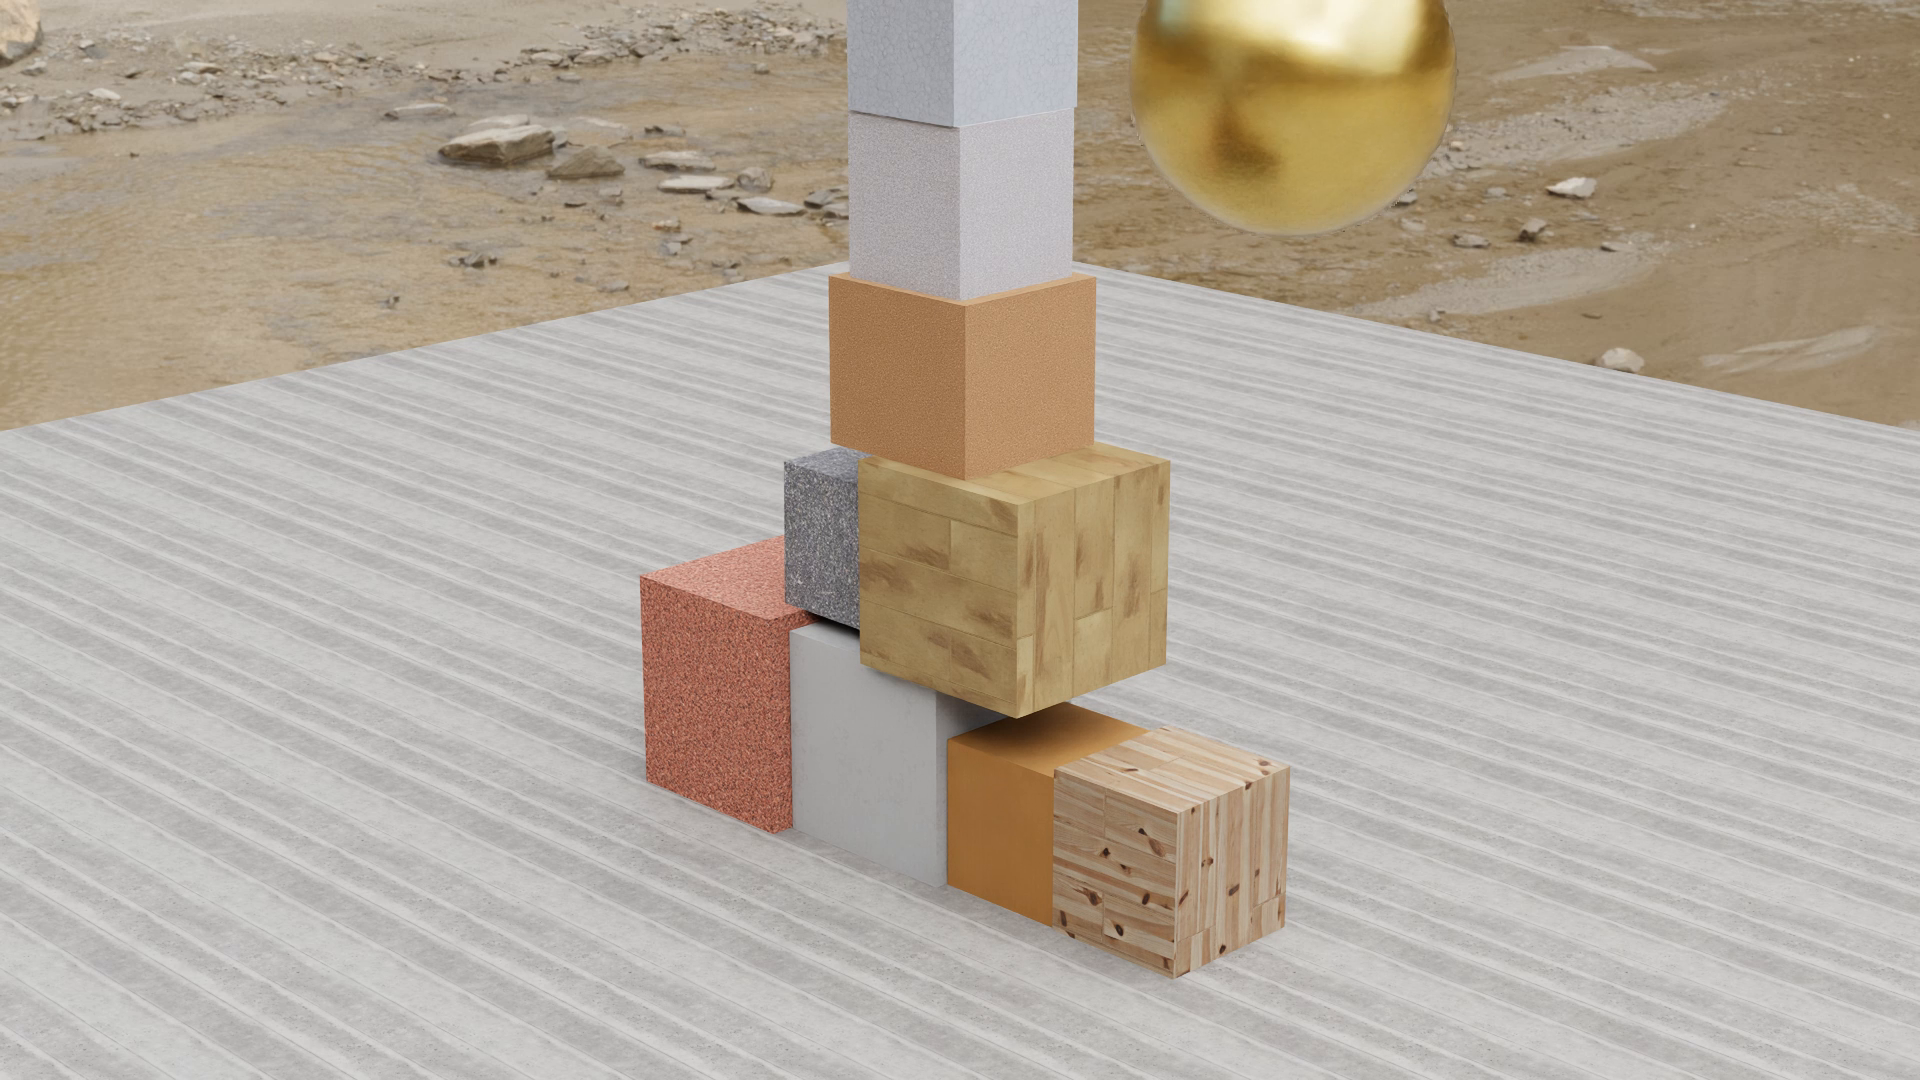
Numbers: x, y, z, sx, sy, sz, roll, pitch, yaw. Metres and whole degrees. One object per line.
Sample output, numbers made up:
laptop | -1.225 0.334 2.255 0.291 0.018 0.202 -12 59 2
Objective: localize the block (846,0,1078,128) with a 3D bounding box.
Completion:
block | 0.012 -2.223 12.656 0.758 0.720 0.652 -17 24 -42

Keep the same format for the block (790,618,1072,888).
block | -0.138 0.908 13.798 0.889 0.995 0.975 -17 24 -42

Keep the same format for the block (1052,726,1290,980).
block | 0.918 1.346 12.793 0.745 0.760 0.704 -17 24 -42

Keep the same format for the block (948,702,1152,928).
block | 0.432 1.224 13.269 0.723 0.709 0.658 -17 24 -42

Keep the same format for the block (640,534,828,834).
block | -0.844 0.670 14.423 1.065 1.073 0.946 -17 24 -42

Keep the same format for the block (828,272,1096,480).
block | 0.010 -0.801 13.101 0.823 0.769 0.856 -17 24 -42

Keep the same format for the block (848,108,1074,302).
block | 0.004 -1.522 12.868 0.701 0.745 0.691 -17 24 -42

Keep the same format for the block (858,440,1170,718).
block | 0.240 0.103 13.103 0.972 0.957 0.981 -17 24 -42

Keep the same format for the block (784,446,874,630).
block | -0.353 -0.023 13.692 0.631 0.694 0.695 -17 25 -42

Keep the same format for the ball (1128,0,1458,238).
ball | 1.623 -2.280 14.326 1.600 1.600 1.600 0 17 0
